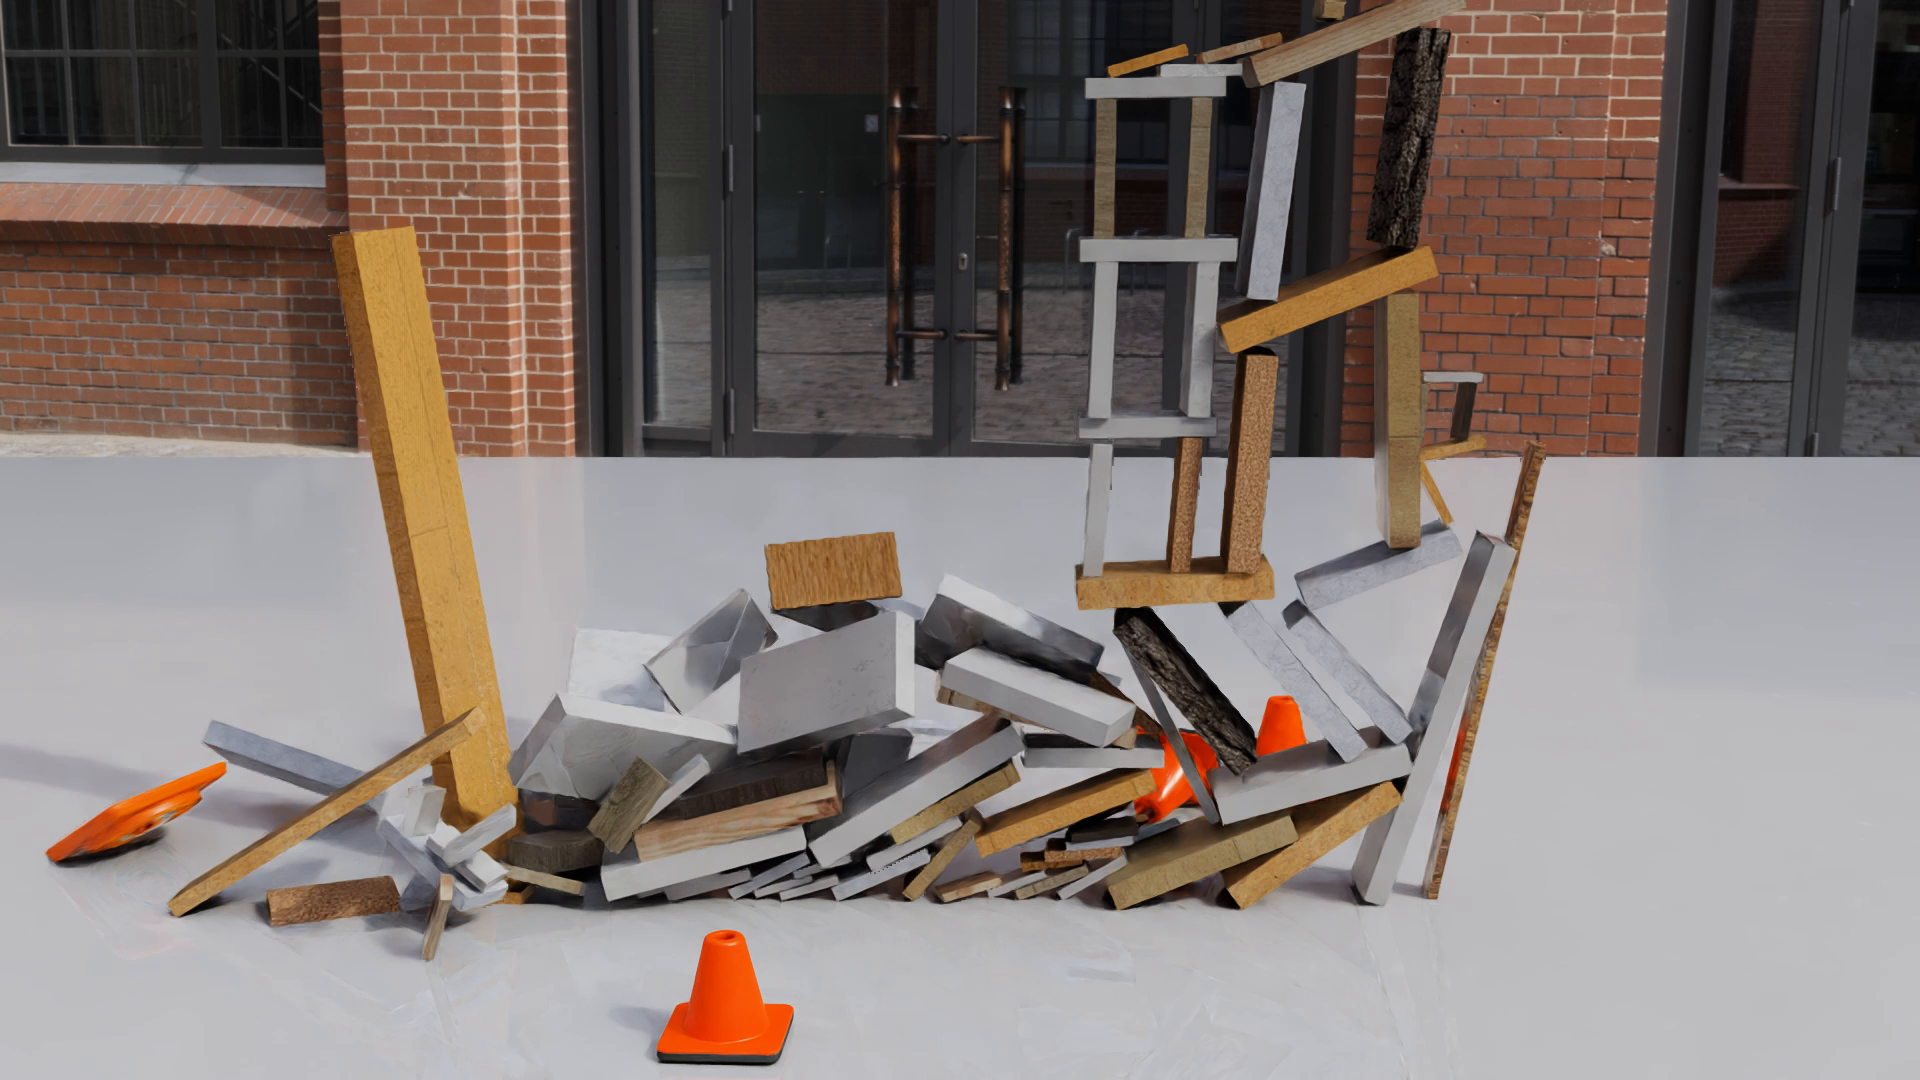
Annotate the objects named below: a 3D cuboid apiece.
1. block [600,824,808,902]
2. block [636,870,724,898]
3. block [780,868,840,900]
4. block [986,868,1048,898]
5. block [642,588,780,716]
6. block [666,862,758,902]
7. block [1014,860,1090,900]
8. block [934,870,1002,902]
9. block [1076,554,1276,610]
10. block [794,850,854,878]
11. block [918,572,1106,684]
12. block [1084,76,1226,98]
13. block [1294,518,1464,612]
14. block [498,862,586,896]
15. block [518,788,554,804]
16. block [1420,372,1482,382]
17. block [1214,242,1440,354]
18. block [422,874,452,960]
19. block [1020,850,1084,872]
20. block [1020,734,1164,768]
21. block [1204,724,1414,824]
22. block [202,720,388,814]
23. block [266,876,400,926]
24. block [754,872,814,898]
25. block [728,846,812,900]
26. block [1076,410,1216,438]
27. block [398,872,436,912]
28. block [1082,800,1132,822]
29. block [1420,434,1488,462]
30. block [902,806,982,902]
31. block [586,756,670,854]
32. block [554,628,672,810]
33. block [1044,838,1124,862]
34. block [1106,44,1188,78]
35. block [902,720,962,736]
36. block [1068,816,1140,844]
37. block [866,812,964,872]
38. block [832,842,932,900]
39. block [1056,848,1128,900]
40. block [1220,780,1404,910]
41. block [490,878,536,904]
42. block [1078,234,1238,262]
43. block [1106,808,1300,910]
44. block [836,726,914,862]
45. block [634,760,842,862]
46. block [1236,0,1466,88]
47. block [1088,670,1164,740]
[{"bbox_3d":[-0.423,0.508,3.644,0.334,0.047,0.167,-14,10,-5],"label":"block"},{"bbox_3d":[-0.463,0.555,3.651,0.145,0.021,0.072,-16,10,3],"label":"block"},{"bbox_3d":[-0.250,0.572,3.653,0.099,0.014,0.049,-16,9,-1],"label":"block"},{"bbox_3d":[0.095,0.565,3.663,0.102,0.014,0.051,-21,10,6],"label":"block"},{"bbox_3d":[-0.428,0.193,3.795,0.217,0.108,0.031,-40,20,-18],"label":"block"},{"bbox_3d":[-0.413,0.562,3.657,0.145,0.021,0.072,-16,10,5],"label":"block"},{"bbox_3d":[0.153,0.560,3.659,0.125,0.018,0.063,-21,10,5],"label":"block"},{"bbox_3d":[0.013,0.574,3.650,0.102,0.014,0.051,-15,10,-15],"label":"block"},{"bbox_3d":[0.345,0.067,3.567,0.311,0.044,0.156,-4,10,2],"label":"block"},{"bbox_3d":[-0.227,0.534,3.651,0.099,0.014,0.050,-17,10,3],"label":"block"},{"bbox_3d":[0.084,0.163,3.643,0.286,0.041,0.143,25,-31,-2],"label":"block"},{"bbox_3d":[0.302,-0.702,3.413,0.214,0.030,0.107,0,11,2],"label":"block"},{"bbox_3d":[0.678,0.040,3.576,0.260,0.037,0.130,-21,10,7],"label":"block"},{"bbox_3d":[-0.693,0.558,3.626,0.146,0.021,0.073,13,-11,-1],"label":"block"},{"bbox_3d":[-0.704,0.433,4.095,0.158,0.045,0.317,-11,2,36],"label":"block"},{"bbox_3d":[0.782,-0.261,3.509,0.094,0.013,0.047,0,8,-1],"label":"block"},{"bbox_3d":[0.571,-0.387,3.484,0.342,0.048,0.171,-21,11,3],"label":"block"},{"bbox_3d":[-0.801,0.577,3.371,0.017,0.121,0.060,12,29,-18],"label":"block"},{"bbox_3d":[0.153,0.529,3.652,0.102,0.014,0.051,-7,11,3],"label":"block"},{"bbox_3d":[0.215,0.348,3.634,0.230,0.033,0.115,1,7,-4],"label":"block"},{"bbox_3d":[0.571,0.382,3.620,0.318,0.045,0.159,-16,10,2],"label":"block"},{"bbox_3d":[-1.223,0.419,4.053,0.309,0.044,0.154,17,-19,8],"label":"block"},{"bbox_3d":[-1.025,0.589,3.594,0.201,0.028,0.100,-4,11,-21],"label":"block"},{"bbox_3d":[-0.292,0.568,3.658,0.099,0.014,0.050,-16,9,2],"label":"block"},{"bbox_3d":[-0.314,0.548,3.662,0.145,0.021,0.072,-27,9,6],"label":"block"},{"bbox_3d":[0.297,-0.186,3.519,0.216,0.031,0.108,-1,10,1],"label":"block"},{"bbox_3d":[-0.838,0.561,3.584,0.146,0.021,0.073,-14,29,21],"label":"block"},{"bbox_3d":[0.249,0.447,3.674,0.099,0.049,0.014,-19,63,-38],"label":"block"},{"bbox_3d":[0.785,-0.148,3.525,0.109,0.015,0.054,-12,9,6],"label":"block"},{"bbox_3d":[-0.029,0.520,3.653,0.024,0.169,0.085,41,8,-5],"label":"block"},{"bbox_3d":[-0.539,0.430,3.576,0.071,0.141,0.020,34,-3,35],"label":"block"},{"bbox_3d":[-0.613,0.318,3.902,0.172,0.049,0.344,5,53,-6],"label":"block"},{"bbox_3d":[0.205,0.509,3.636,0.125,0.018,0.063,-5,11,10],"label":"block"},{"bbox_3d":[0.290,-0.744,3.415,0.126,0.018,0.063,-16,10,3],"label":"block"},{"bbox_3d":[-0.059,0.398,4.657,0.113,0.016,0.057,3,11,13],"label":"block"},{"bbox_3d":[0.236,0.476,3.616,0.111,0.016,0.055,-7,11,-1],"label":"block"},{"bbox_3d":[-0.074,0.490,3.645,0.169,0.024,0.085,-27,7,4],"label":"block"},{"bbox_3d":[-0.129,0.545,3.661,0.169,0.024,0.085,-24,9,6],"label":"block"},{"bbox_3d":[0.219,0.552,3.658,0.125,0.018,0.063,-30,9,6],"label":"block"},{"bbox_3d":[0.577,0.480,3.646,0.318,0.045,0.159,-36,8,6],"label":"block"},{"bbox_3d":[-0.788,0.582,3.658,0.146,0.021,0.073,1,11,7],"label":"block"},{"bbox_3d":[0.310,-0.460,3.465,0.243,0.034,0.121,0,11,2],"label":"block"},{"bbox_3d":[0.396,0.511,3.650,0.318,0.045,0.159,-22,10,4],"label":"block"},{"bbox_3d":[-0.168,0.437,3.780,0.119,0.239,0.034,7,16,-34],"label":"block"},{"bbox_3d":[-0.363,0.446,3.633,0.334,0.047,0.167,-14,10,-1],"label":"block"},{"bbox_3d":[0.604,-0.786,3.417,0.331,0.047,0.166,-20,10,3],"label":"block"},{"bbox_3d":[0.274,0.274,3.659,0.145,0.021,0.072,40,3,-2],"label":"block"}]
